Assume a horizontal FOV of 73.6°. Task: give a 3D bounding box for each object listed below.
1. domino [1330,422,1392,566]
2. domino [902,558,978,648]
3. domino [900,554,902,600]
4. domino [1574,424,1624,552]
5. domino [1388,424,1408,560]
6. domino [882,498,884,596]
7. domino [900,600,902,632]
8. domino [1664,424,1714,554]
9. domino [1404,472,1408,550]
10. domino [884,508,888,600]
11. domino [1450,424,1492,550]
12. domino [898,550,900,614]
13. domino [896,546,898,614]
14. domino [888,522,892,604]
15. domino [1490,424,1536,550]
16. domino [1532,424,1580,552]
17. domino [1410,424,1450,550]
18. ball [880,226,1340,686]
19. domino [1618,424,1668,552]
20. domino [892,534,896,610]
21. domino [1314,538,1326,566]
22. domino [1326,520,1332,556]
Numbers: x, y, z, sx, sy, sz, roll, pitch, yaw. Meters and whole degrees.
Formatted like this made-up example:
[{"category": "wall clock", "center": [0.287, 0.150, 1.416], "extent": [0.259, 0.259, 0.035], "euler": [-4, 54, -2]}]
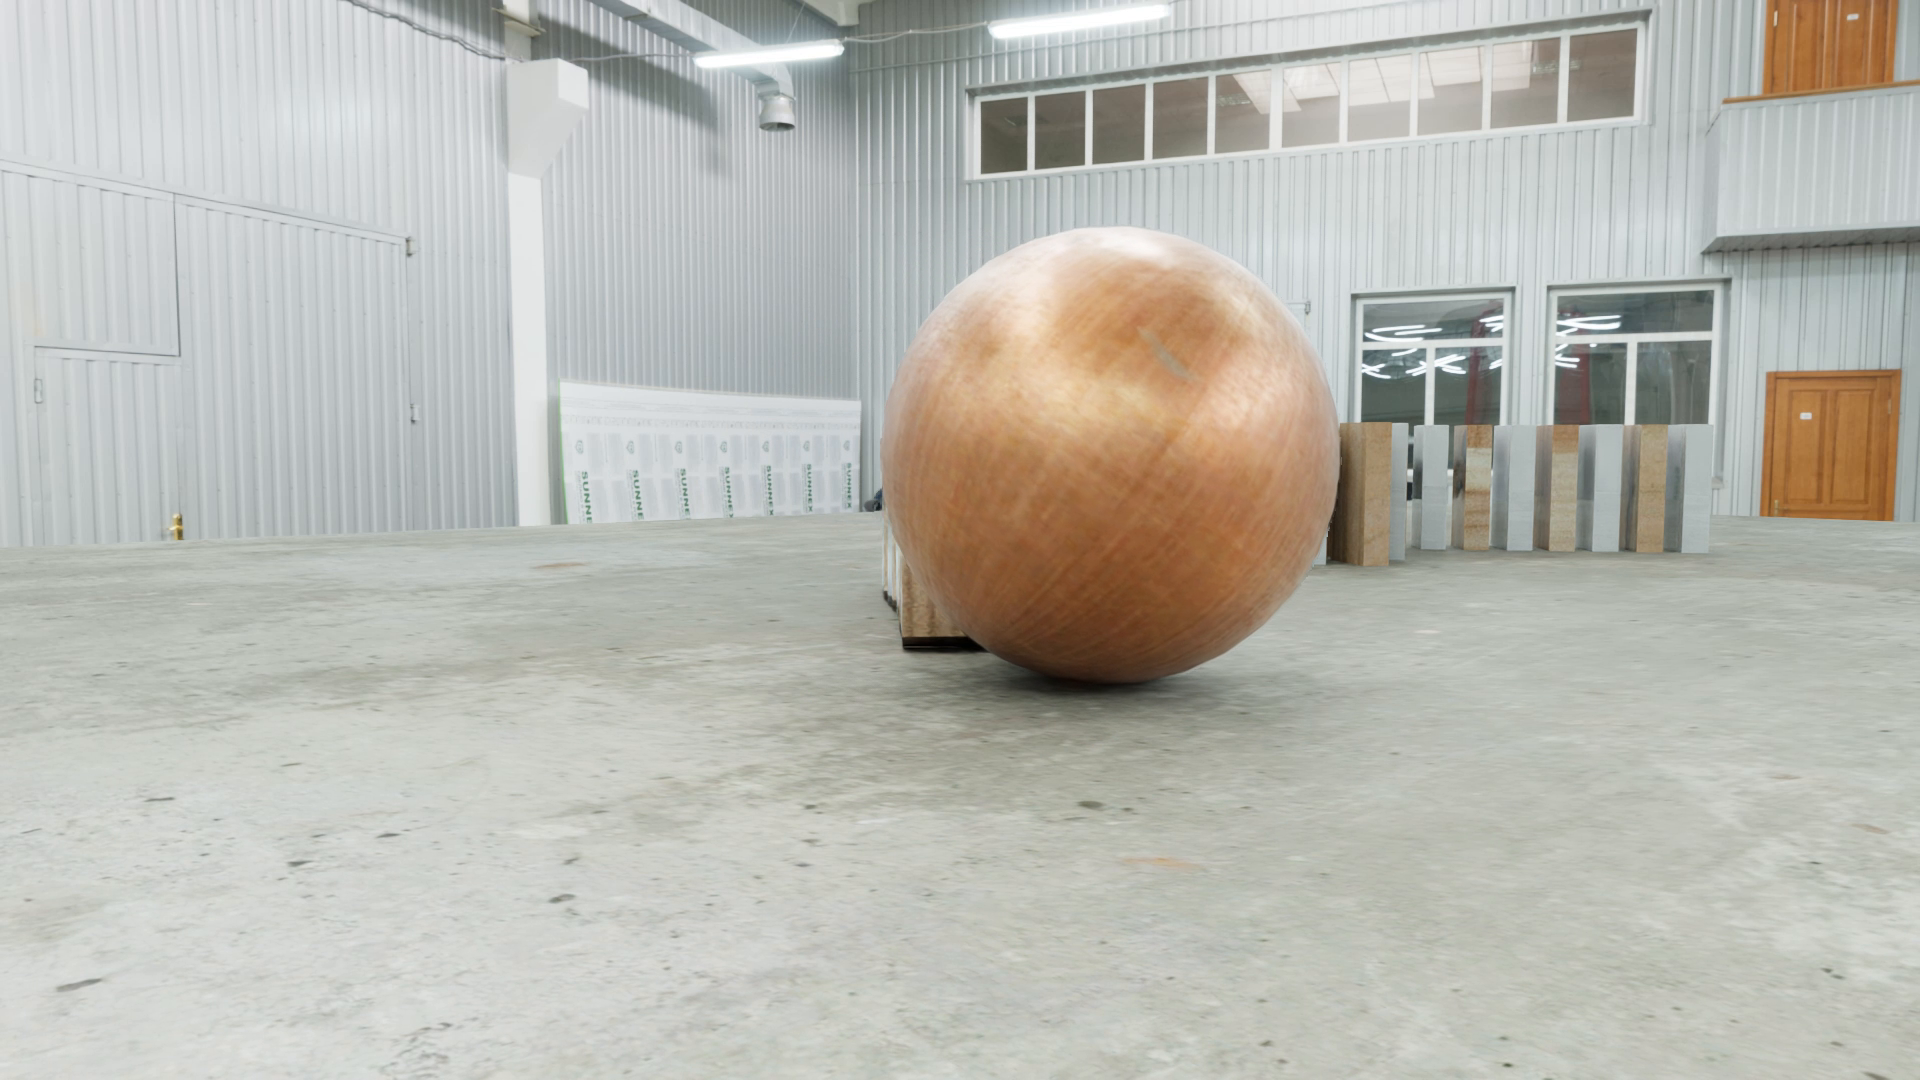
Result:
[{"category": "domino", "center": [0.143, -0.017, 0.459], "extent": [0.009, 0.050, 0.025], "euler": [-1, 4, -10]}, {"category": "domino", "center": [0.000, -0.003, 0.272], "extent": [0.025, 0.050, 0.010], "euler": [0, -17, -2]}, {"category": "domino", "center": [0.000, -0.004, 0.282], "extent": [0.025, 0.050, 0.010], "euler": [0, -17, -2]}, {"category": "domino", "center": [0.257, -0.021, 0.516], "extent": [0.010, 0.050, 0.025], "euler": [1, 4, 11]}, {"category": "domino", "center": [0.152, -0.018, 0.475], "extent": [0.025, 0.050, 0.009], "euler": [1, 4, 14]}, {"category": "domino", "center": [-0.009, -0.009, 0.366], "extent": [0.025, 0.050, 0.009], "euler": [0, -22, -2]}, {"category": "domino", "center": [-0.001, -0.004, 0.293], "extent": [0.025, 0.050, 0.009], "euler": [0, -17, -2]}, {"category": "domino", "center": [0.289, -0.021, 0.510], "extent": [0.009, 0.050, 0.025], "euler": [1, 4, 11]}, {"category": "domino", "center": [0.177, -0.022, 0.530], "extent": [0.009, 0.050, 0.025], "euler": [0, 4, 6]}, {"category": "domino", "center": [-0.008, -0.009, 0.354], "extent": [0.025, 0.050, 0.010], "euler": [0, -18, -2]}, {"category": "domino", "center": [0.209, -0.022, 0.524], "extent": [0.009, 0.050, 0.025], "euler": [1, 4, 10]}, {"category": "domino", "center": [-0.002, -0.006, 0.313], "extent": [0.025, 0.050, 0.009], "euler": [0, -17, -2]}, {"category": "domino", "center": [-0.003, -0.007, 0.323], "extent": [0.025, 0.050, 0.009], "euler": [0, -17, -2]}, {"category": "domino", "center": [-0.007, -0.008, 0.343], "extent": [0.025, 0.050, 0.010], "euler": [0, -17, -2]}, {"category": "domino", "center": [0.225, -0.022, 0.522], "extent": [0.009, 0.050, 0.025], "euler": [1, 4, 8]}, {"category": "domino", "center": [0.241, -0.021, 0.519], "extent": [0.010, 0.050, 0.025], "euler": [1, 4, 10]}, {"category": "domino", "center": [0.193, -0.022, 0.527], "extent": [0.009, 0.050, 0.025], "euler": [1, 4, 11]}, {"category": "ball", "center": [0.026, -0.015, 0.227], "extent": [0.080, 0.080, 0.080], "euler": [0, 4, 0]}, {"category": "domino", "center": [0.273, -0.021, 0.513], "extent": [0.009, 0.050, 0.025], "euler": [1, 4, 11]}, {"category": "domino", "center": [-0.005, -0.007, 0.333], "extent": [0.025, 0.050, 0.009], "euler": [0, -17, -2]}, {"category": "domino", "center": [0.127, -0.017, 0.462], "extent": [0.010, 0.050, 0.025], "euler": [1, 4, 15]}, {"category": "domino", "center": [0.150, -0.019, 0.489], "extent": [0.025, 0.050, 0.009], "euler": [-1, 4, -8]}]
